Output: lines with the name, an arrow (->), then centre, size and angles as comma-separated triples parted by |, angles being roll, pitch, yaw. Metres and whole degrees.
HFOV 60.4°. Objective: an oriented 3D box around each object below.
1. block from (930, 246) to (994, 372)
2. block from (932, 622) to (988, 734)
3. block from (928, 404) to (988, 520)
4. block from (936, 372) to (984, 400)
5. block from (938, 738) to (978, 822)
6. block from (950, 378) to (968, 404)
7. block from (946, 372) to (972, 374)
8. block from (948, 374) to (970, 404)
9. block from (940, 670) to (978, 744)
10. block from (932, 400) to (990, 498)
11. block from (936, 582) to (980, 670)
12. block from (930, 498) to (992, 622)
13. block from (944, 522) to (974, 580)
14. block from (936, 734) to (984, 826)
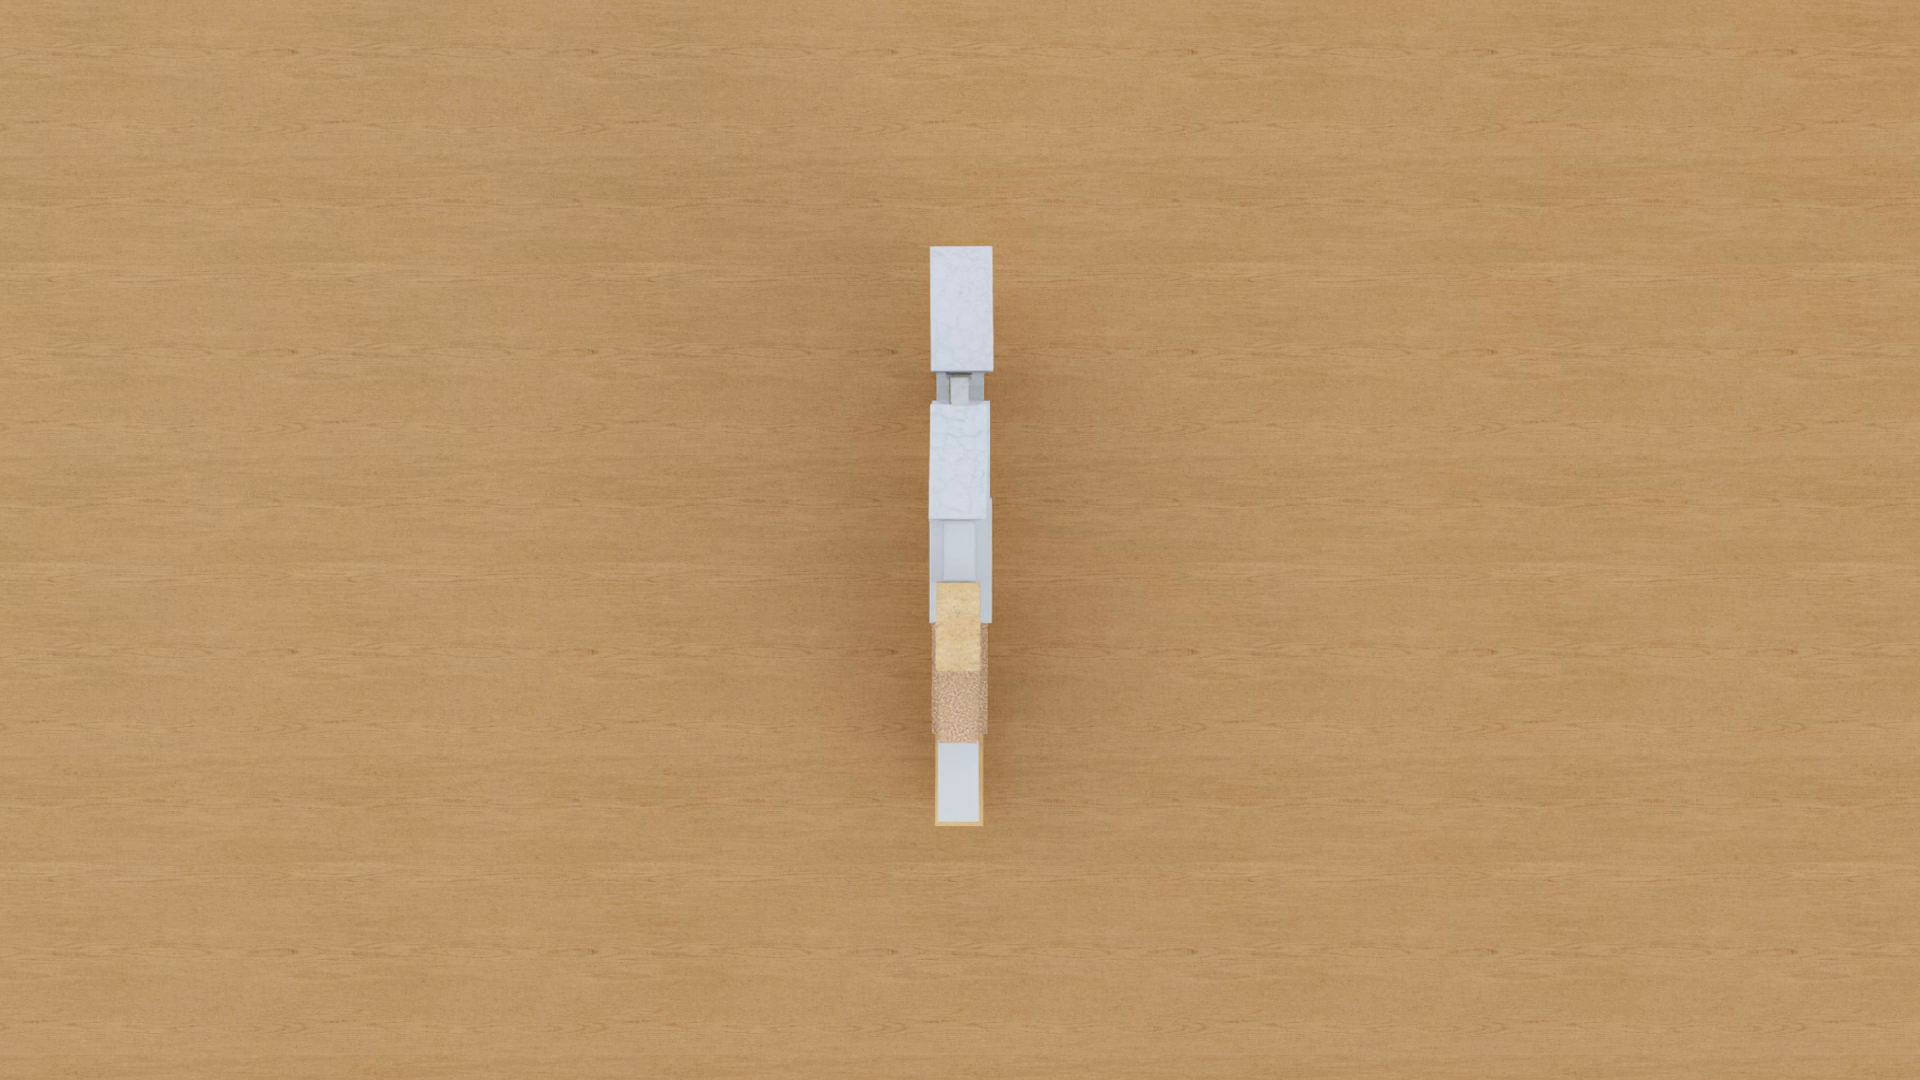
block -> 0.005, -0.637, 4.569 | 0.171, 0.048, 0.342 | -1, 90, 0
block -> -0.001, 0.405, 4.884 | 0.165, 0.047, 0.330 | 0, 90, 0
block -> -0.005, -0.206, 4.363 | 0.150, 0.043, 0.301 | 1, 90, 0
block -> 0.001, -0.584, 5.183 | 0.148, 0.042, 0.296 | 0, 90, 0
block -> -0.004, 0.691, 4.753 | 0.117, 0.033, 0.233 | 0, 90, 0
block -> -0.001, -0.412, 4.698 | 0.051, 0.015, 0.103 | 0, 90, 0
block -> -0.005, -0.529, 5.080 | 0.081, 0.163, 0.023 | -1, 90, 0
block -> -0.003, -0.437, 4.962 | 0.060, 0.017, 0.121 | 0, 90, 0
block -> -0.005, 0.463, 4.633 | 0.106, 0.030, 0.212 | 0, 90, 0
block -> 0.004, -0.252, 5.116 | 0.179, 0.051, 0.358 | 0, 90, 0
block -> -0.005, 0.232, 4.432 | 0.118, 0.034, 0.237 | 0, 90, 0
block -> 0.002, 0.058, 4.711 | 0.177, 0.050, 0.355 | 0, 90, 0
block -> -0.001, 0.031, 4.512 | 0.081, 0.023, 0.161 | 0, 91, 0
block -> -0.002, 0.722, 5.023 | 0.146, 0.041, 0.292 | 0, 90, 0
